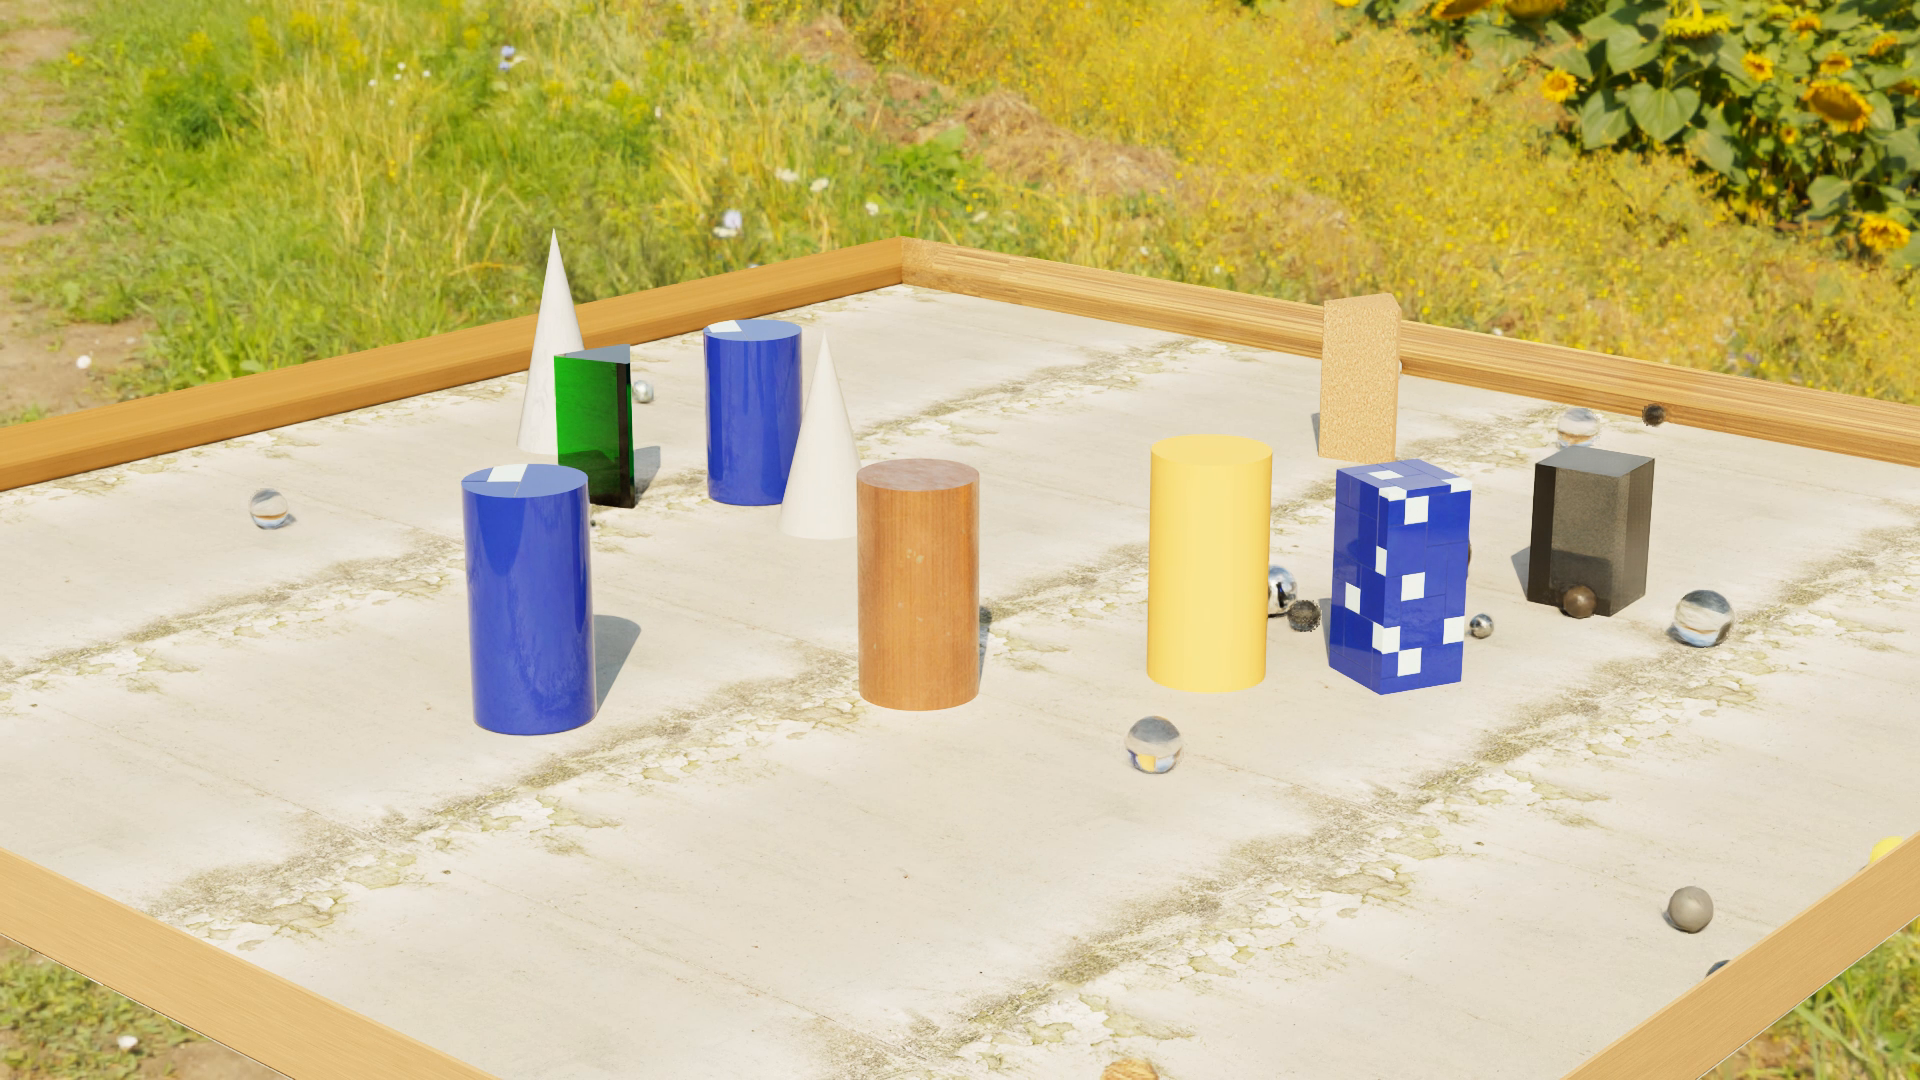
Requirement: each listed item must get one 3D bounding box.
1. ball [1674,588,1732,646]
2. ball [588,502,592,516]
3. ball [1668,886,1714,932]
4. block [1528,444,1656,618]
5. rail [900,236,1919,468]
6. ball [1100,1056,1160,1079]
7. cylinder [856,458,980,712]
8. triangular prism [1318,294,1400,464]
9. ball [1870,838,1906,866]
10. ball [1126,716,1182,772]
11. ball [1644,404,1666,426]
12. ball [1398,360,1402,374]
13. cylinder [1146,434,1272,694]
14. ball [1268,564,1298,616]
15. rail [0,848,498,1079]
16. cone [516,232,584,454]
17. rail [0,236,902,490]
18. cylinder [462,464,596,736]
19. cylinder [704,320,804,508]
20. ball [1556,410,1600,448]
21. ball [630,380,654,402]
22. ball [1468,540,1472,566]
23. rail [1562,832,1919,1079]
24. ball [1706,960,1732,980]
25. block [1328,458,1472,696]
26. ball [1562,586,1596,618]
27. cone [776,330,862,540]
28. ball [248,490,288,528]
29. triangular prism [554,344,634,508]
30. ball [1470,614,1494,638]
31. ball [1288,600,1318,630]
[{"bbox_3d":[1.229,0.128,4.851,0.096,0.096,0.096,0,17,0],"label":"ball"},{"bbox_3d":[-0.728,-0.053,5.484,0.076,0.076,0.076,0,17,0],"label":"ball"},{"bbox_3d":[0.941,0.474,3.772,0.058,0.058,0.058,0,17,0],"label":"ball"},{"bbox_3d":[1.091,-0.017,5.071,0.153,0.248,0.153,12,20,34],"label":"block"},{"bbox_3d":[1.225,-0.377,6.471,3.693,0.124,0.045,14,22,39],"label":"rail"},{"bbox_3d":[0.190,0.615,3.279,0.073,0.073,0.073,0,17,0],"label":"ball"},{"bbox_3d":[-0.065,0.068,4.600,0.191,0.356,0.191,0,17,0],"label":"cylinder"},{"bbox_3d":[0.841,-0.332,5.982,0.166,0.324,0.143,10,19,29],"label":"triangular prism"},{"bbox_3d":[1.245,0.430,3.905,0.066,0.066,0.066,0,17,0],"label":"ball"},{"bbox_3d":[0.285,0.300,4.304,0.084,0.084,0.084,0,17,0],"label":"ball"},{"bbox_3d":[1.479,-0.265,6.241,0.045,0.045,0.045,0,17,0],"label":"ball"},{"bbox_3d":[0.979,-0.391,6.654,0.048,0.048,0.048,0,17,0],"label":"ball"},{"bbox_3d":[0.397,0.036,4.677,0.191,0.373,0.191,0,17,0],"label":"cylinder"},{"bbox_3d":[0.533,0.085,5.007,0.089,0.089,0.089,0,17,0],"label":"ball"},{"bbox_3d":[-1.225,0.439,3.770,3.693,0.124,0.045,14,22,39],"label":"rail"},{"bbox_3d":[-0.829,-0.420,6.048,0.191,0.454,0.191,0,17,0],"label":"cone"},{"bbox_3d":[-1.376,-0.314,6.265,0.045,0.124,3.784,14,22,39],"label":"rail"},{"bbox_3d":[-0.658,0.090,4.489,0.191,0.378,0.191,0,17,0],"label":"cylinder"},{"bbox_3d":[-0.399,-0.248,5.696,0.191,0.328,0.191,0,17,0],"label":"cylinder"},{"bbox_3d":[1.273,-0.226,6.042,0.086,0.086,0.086,0,17,0],"label":"ball"},{"bbox_3d":[-0.697,-0.327,6.435,0.051,0.051,0.051,0,17,0],"label":"ball"},{"bbox_3d":[0.862,0.023,5.205,0.093,0.093,0.093,0,17,0],"label":"ball"},{"bbox_3d":[1.376,0.377,3.976,0.045,0.124,3.784,14,22,39],"label":"rail"},{"bbox_3d":[0.935,0.538,3.574,0.050,0.050,0.050,0,17,0],"label":"ball"},{"bbox_3d":[0.701,0.057,4.678,0.153,0.332,0.153,-8,18,-24],"label":"block"},{"bbox_3d":[1.056,0.105,5.000,0.055,0.055,0.055,0,17,0],"label":"ball"},{"bbox_3d":[-0.251,-0.210,5.482,0.191,0.379,0.191,0,17,0],"label":"cone"},{"bbox_3d":[-1.299,-0.058,5.510,0.072,0.072,0.072,0,17,0],"label":"ball"},{"bbox_3d":[-0.676,-0.226,5.693,0.166,0.287,0.143,7,18,22],"label":"triangular prism"},{"bbox_3d":[0.872,0.143,4.899,0.040,0.040,0.040,0,17,0],"label":"ball"},{"bbox_3d":[0.578,0.127,4.932,0.052,0.052,0.052,0,17,0],"label":"ball"}]
